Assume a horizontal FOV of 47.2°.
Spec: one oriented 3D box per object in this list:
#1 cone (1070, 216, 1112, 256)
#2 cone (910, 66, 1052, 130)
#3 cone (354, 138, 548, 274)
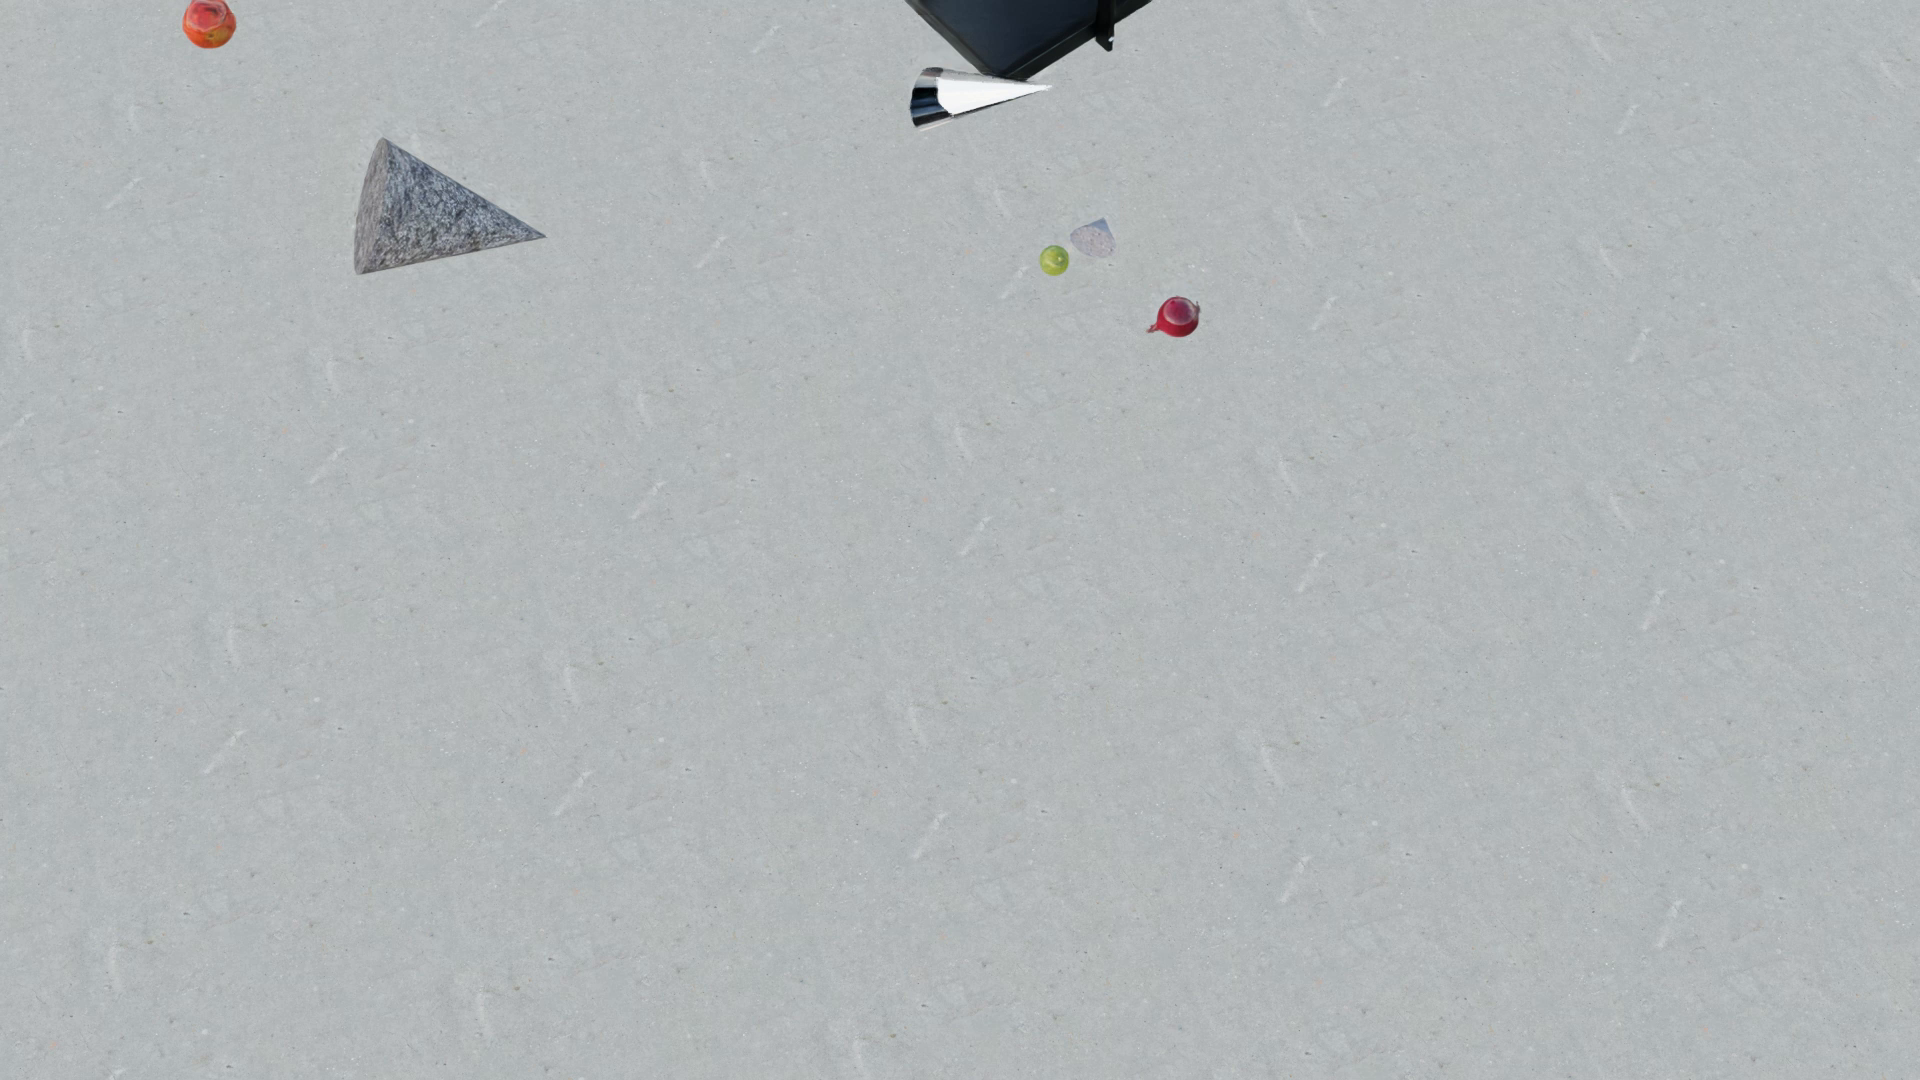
[{"bbox_3d":[0.233,-0.519,3.685,0.080,0.067,0.063,36,39,11],"label":"cone"},{"bbox_3d":[0.051,-0.767,3.768,0.228,0.095,0.193,-2,29,18],"label":"cone"},{"bbox_3d":[-0.951,-0.605,4.192,0.341,0.300,0.229,7,57,-25],"label":"cone"}]
